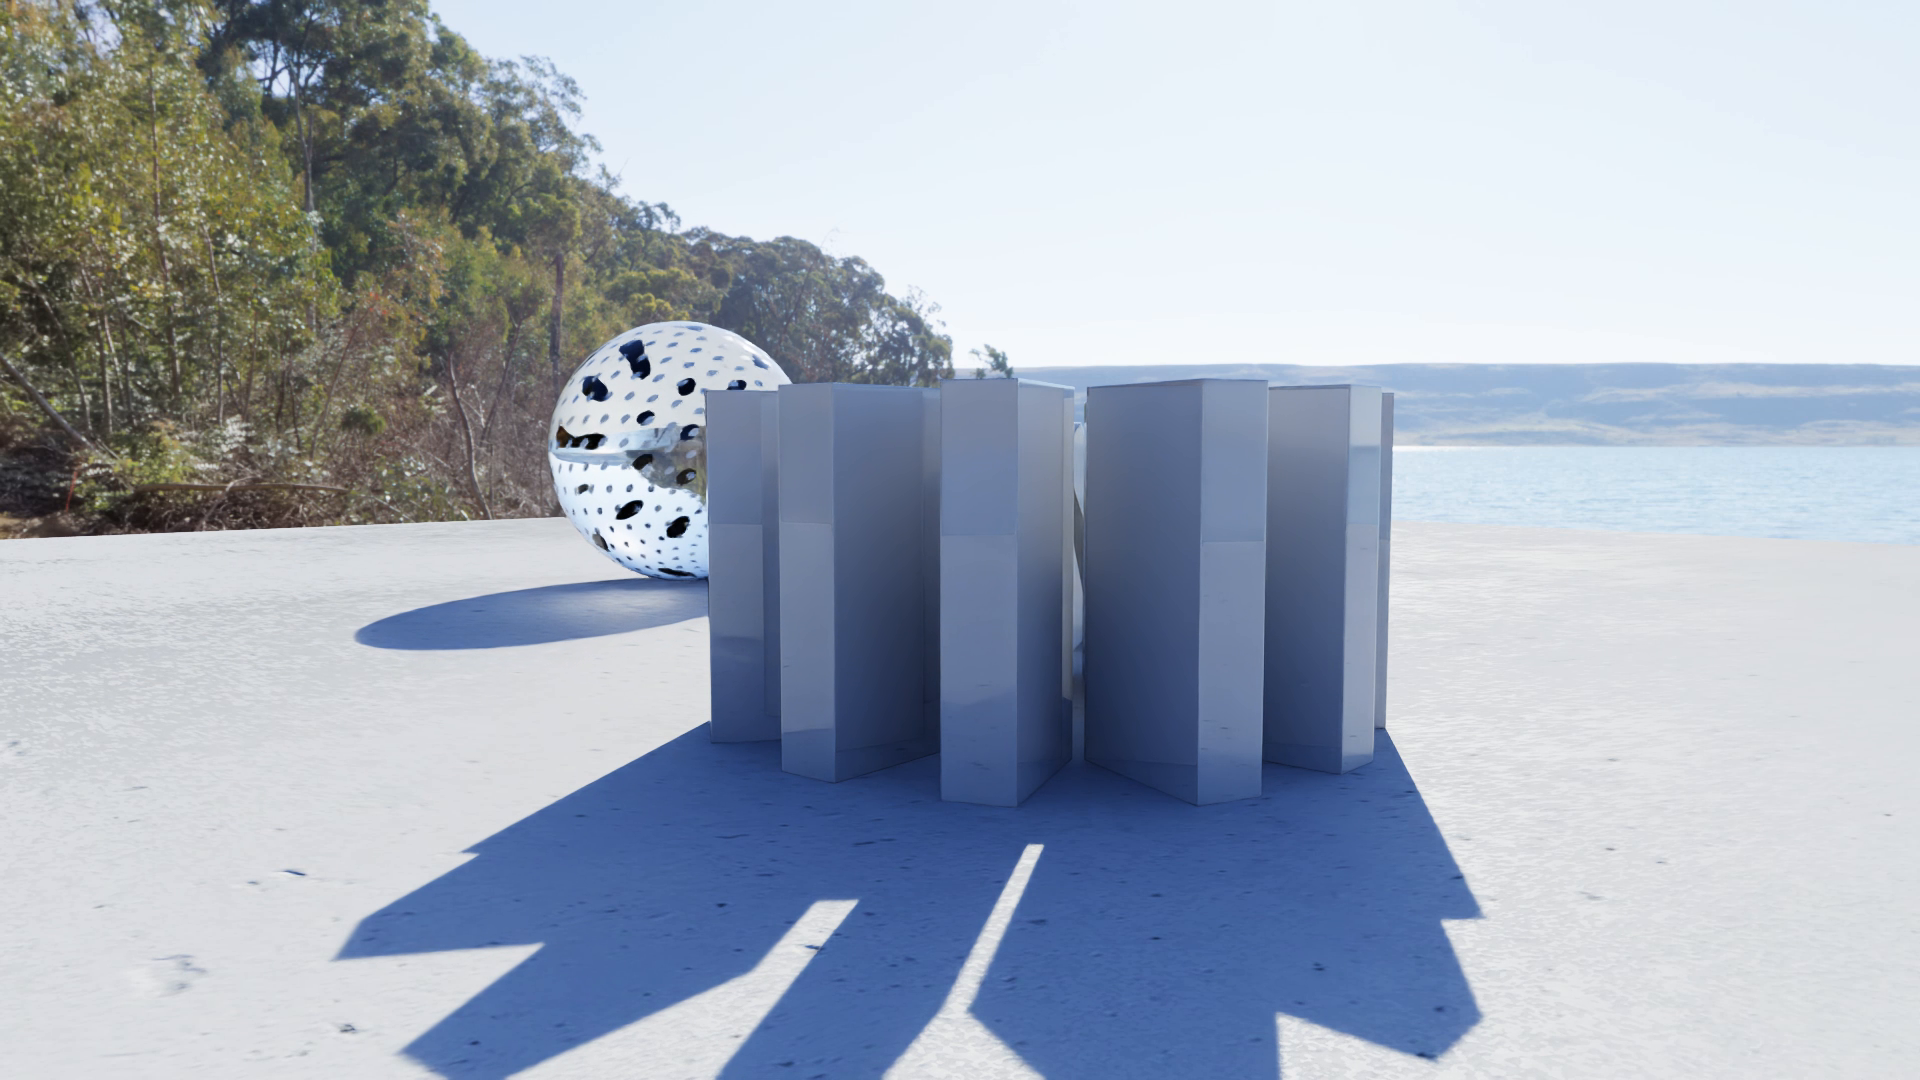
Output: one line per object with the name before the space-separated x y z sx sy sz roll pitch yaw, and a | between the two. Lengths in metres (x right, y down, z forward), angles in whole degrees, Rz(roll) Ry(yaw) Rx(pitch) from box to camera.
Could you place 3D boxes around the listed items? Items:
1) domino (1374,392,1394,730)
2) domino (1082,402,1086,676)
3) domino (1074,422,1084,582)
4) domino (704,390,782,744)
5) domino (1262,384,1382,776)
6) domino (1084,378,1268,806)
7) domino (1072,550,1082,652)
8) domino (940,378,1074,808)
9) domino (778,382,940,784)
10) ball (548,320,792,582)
domino | 0.051 0.003 0.193 0.025 0.050 0.010 0 4 -6
domino | 0.027 0.001 0.224 0.009 0.050 0.025 0 4 3
domino | 0.019 -0.001 0.274 0.025 0.050 0.010 3 39 32
domino | -0.024 0.003 0.188 0.025 0.050 0.010 -1 4 -12
domino | 0.043 0.004 0.175 0.025 0.050 0.010 4 6 42
domino | 0.027 0.005 0.162 0.009 0.050 0.025 -2 5 -26
domino | 0.009 -0.002 0.260 0.025 0.050 0.009 3 27 32
domino | 0.006 0.005 0.161 0.010 0.050 0.025 2 5 20
domino | -0.012 0.005 0.172 0.010 0.050 0.025 3 5 38
ball | -0.086 -0.027 0.397 0.080 0.080 0.080 0 4 0
